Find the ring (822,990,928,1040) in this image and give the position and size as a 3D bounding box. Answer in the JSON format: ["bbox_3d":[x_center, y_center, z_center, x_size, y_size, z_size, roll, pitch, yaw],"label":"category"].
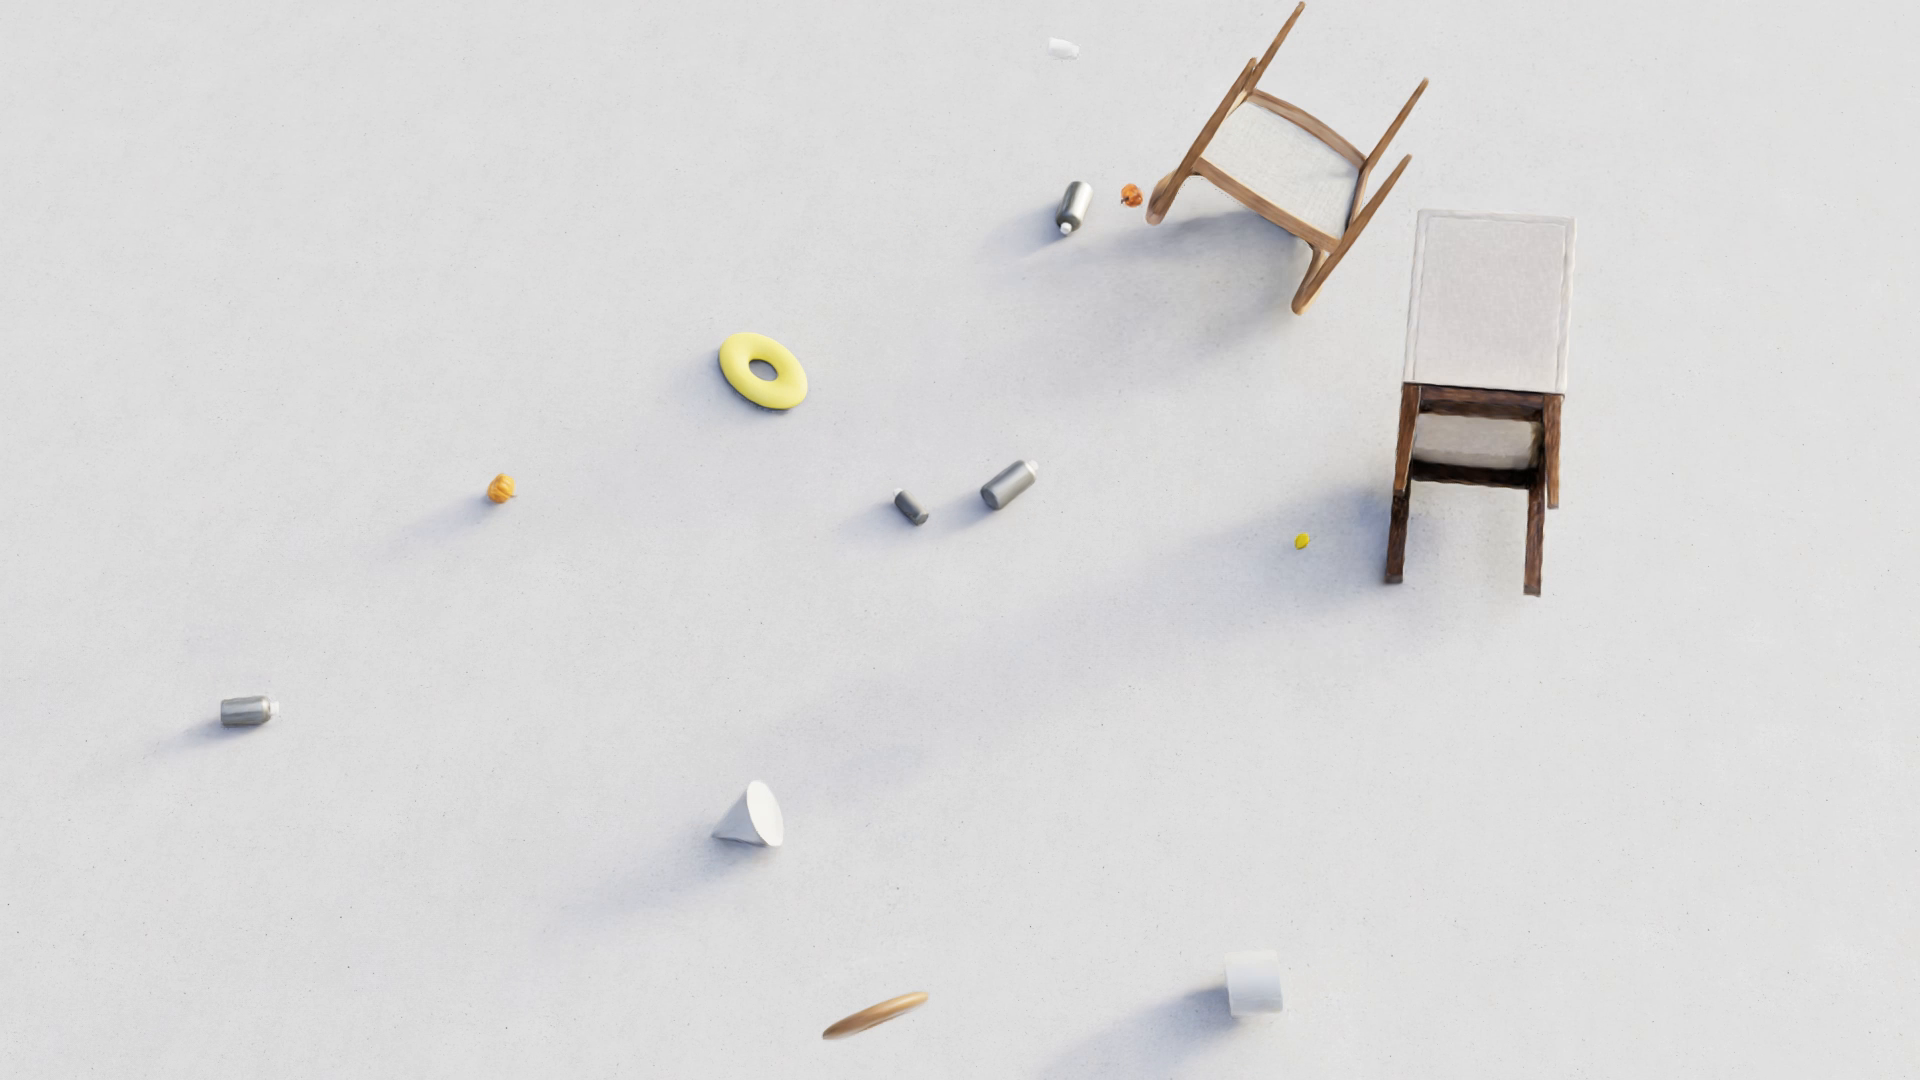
[{"bbox_3d":[-0.203,1.151,5.323,0.281,0.217,0.039,-17,75,-20],"label":"ring"}]

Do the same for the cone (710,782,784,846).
[{"bbox_3d":[-0.608,0.777,6.002,0.184,0.186,0.192,-23,24,17],"label":"cone"}]

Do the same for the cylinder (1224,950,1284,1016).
[{"bbox_3d":[0.756,1.142,5.666,0.132,0.232,0.159,-7,83,5],"label":"cylinder"}]

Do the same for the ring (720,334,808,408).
[{"bbox_3d":[-0.617,-0.531,6.894,0.218,0.060,0.352,-36,62,-23],"label":"ring"}]
